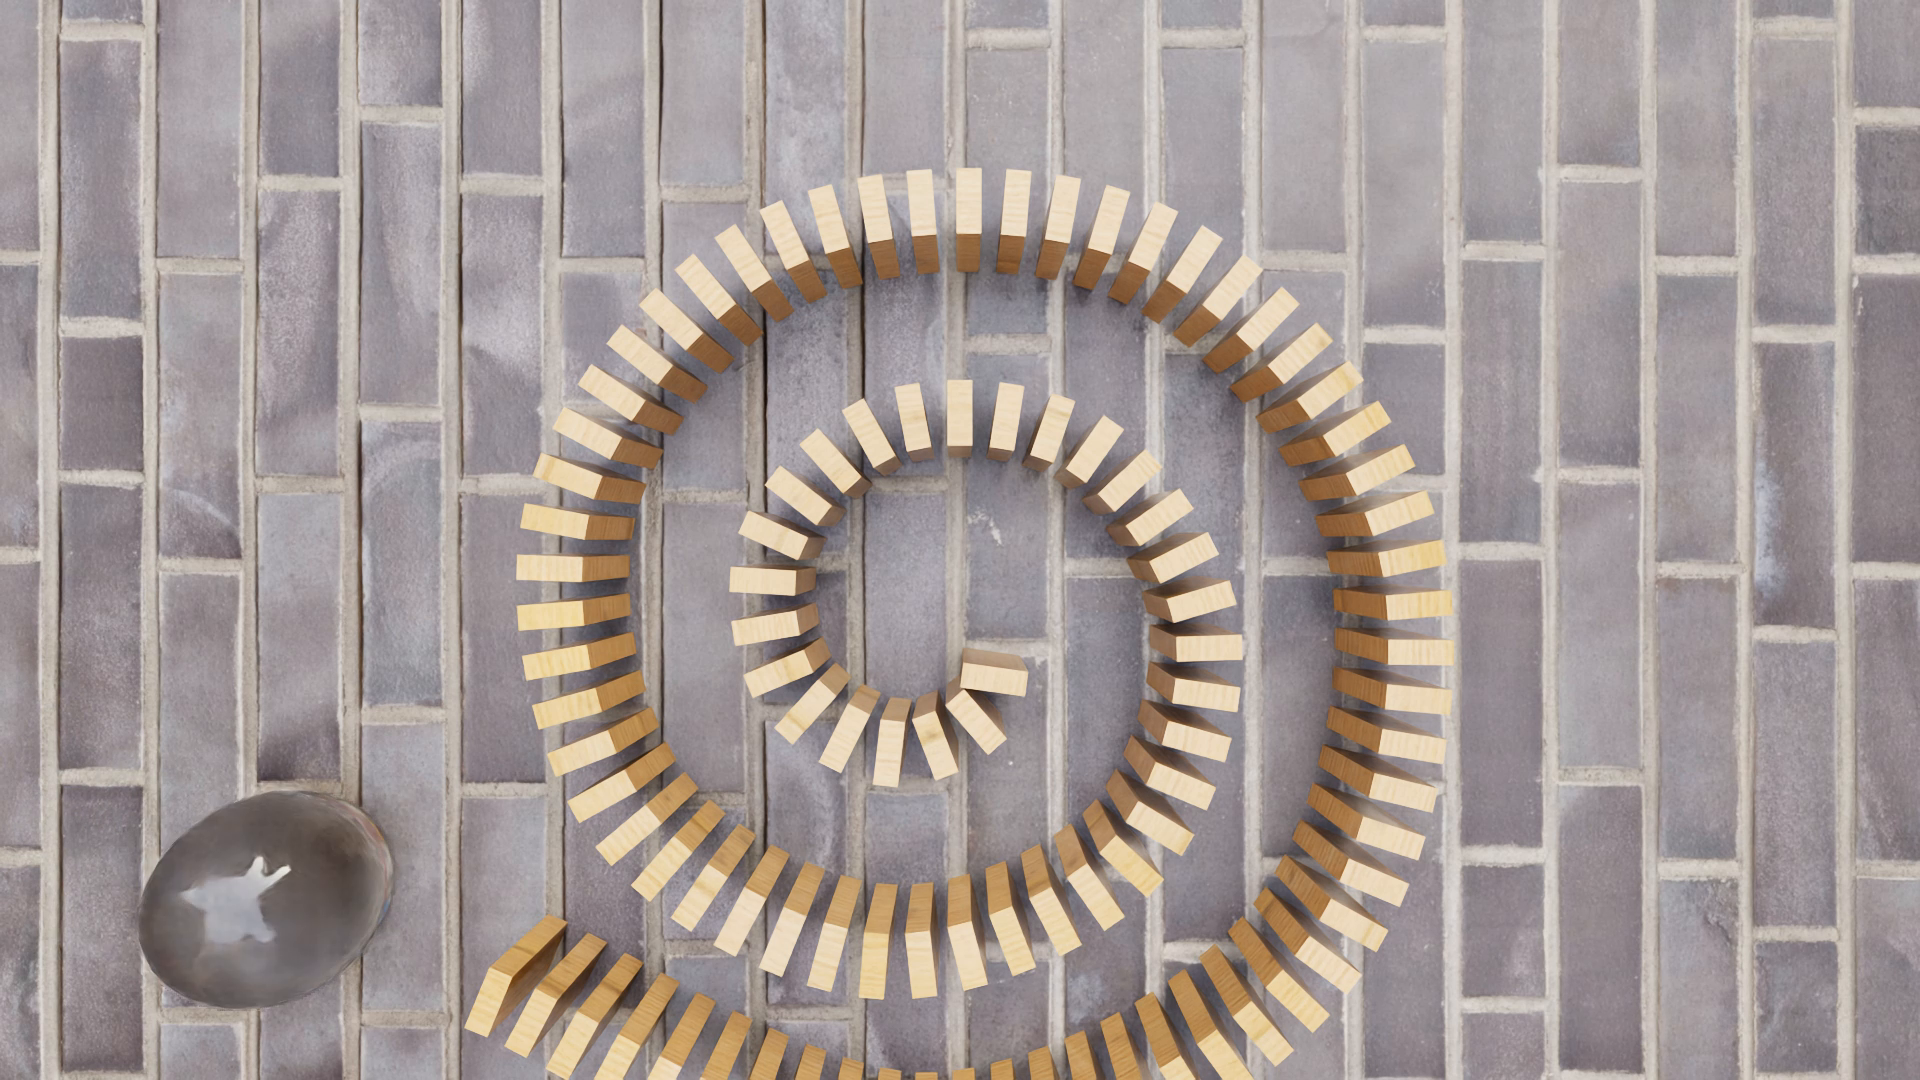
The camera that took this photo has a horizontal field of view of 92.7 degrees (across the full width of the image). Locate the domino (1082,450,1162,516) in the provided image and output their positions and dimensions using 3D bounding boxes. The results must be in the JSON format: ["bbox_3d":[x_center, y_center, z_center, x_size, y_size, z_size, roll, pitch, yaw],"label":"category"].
[{"bbox_3d":[0.065,-0.023,0.375,0.025,0.050,0.009,-43,90,0],"label":"domino"}]

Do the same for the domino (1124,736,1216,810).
[{"bbox_3d":[0.085,0.094,0.375,0.025,0.050,0.009,23,90,0],"label":"domino"}]

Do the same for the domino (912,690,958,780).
[{"bbox_3d":[-0.009,0.079,0.375,0.010,0.050,0.025,-21,90,0],"label":"domino"}]

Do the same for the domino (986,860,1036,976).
[{"bbox_3d":[0.020,0.153,0.375,0.009,0.050,0.025,-21,90,0],"label":"domino"}]

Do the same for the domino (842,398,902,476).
[{"bbox_3d":[-0.035,-0.041,0.375,0.010,0.050,0.025,-29,90,0],"label":"domino"}]

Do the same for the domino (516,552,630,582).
[{"bbox_3d":[-0.157,0.011,0.375,0.025,0.050,0.010,2,90,0],"label":"domino"}]

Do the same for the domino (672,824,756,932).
[{"bbox_3d":[-0.100,0.137,0.375,0.010,0.050,0.025,34,90,0],"label":"domino"}]

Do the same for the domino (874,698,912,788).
[{"bbox_3d":[-0.027,0.082,0.375,0.009,0.050,0.025,7,90,0],"label":"domino"}]

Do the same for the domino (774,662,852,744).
[{"bbox_3d":[-0.059,0.066,0.375,0.010,0.050,0.025,42,90,0],"label":"domino"}]

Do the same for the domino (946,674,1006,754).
[{"bbox_3d":[0.006,0.070,0.375,0.009,0.050,0.025,-41,90,0],"label":"domino"}]

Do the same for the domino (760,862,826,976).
[{"bbox_3d":[-0.068,0.154,0.375,0.009,0.050,0.025,22,90,0],"label":"domino"}]

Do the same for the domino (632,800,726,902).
[{"bbox_3d":[-0.114,0.126,0.375,0.009,0.050,0.025,41,90,0],"label":"domino"}]

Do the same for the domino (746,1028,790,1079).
[{"bbox_3d":[-0.084,0.226,0.375,0.010,0.050,0.025,24,90,0],"label":"domino"}]

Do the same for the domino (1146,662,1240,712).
[{"bbox_3d":[0.094,0.059,0.375,0.025,0.050,0.010,8,90,0],"label":"domino"}]

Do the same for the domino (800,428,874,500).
[{"bbox_3d":[-0.050,-0.030,0.375,0.010,0.050,0.025,-42,90,0],"label":"domino"}]

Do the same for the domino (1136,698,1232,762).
[{"bbox_3d":[0.090,0.077,0.375,0.025,0.050,0.010,16,90,0],"label":"domino"}]

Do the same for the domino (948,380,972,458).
[{"bbox_3d":[0.000,-0.049,0.375,0.009,0.050,0.025,0,90,0],"label":"domino"}]

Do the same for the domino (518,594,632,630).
[{"bbox_3d":[-0.156,0.029,0.375,0.025,0.050,0.009,-4,90,0],"label":"domino"}]

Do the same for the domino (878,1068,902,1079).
[{"bbox_3d":[-0.032,0.243,0.375,0.009,0.050,0.025,10,90,0],"label":"domino"}]

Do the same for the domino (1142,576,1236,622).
[{"bbox_3d":[0.092,0.024,0.375,0.025,0.050,0.009,-17,90,0],"label":"domino"}]

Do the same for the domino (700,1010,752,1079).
[{"bbox_3d":[-0.100,0.219,0.375,0.009,0.050,0.025,26,90,0],"label":"domino"}]

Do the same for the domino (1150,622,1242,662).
[{"bbox_3d":[0.095,0.041,0.375,0.025,0.050,0.009,-2,90,0],"label":"domino"}]

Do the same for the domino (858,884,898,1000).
[{"bbox_3d":[-0.033,0.163,0.375,0.010,0.050,0.025,5,90,0],"label":"domino"}]

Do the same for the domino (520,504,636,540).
[{"bbox_3d":[-0.155,-0.007,0.375,0.025,0.050,0.010,10,90,0],"label":"domino"}]

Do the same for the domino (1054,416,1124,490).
[{"bbox_3d":[0.052,-0.035,0.375,0.010,0.050,0.025,35,90,0],"label":"domino"}]

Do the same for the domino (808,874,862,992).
[{"bbox_3d":[-0.051,0.159,0.375,0.009,0.050,0.025,15,90,0],"label":"domino"}]

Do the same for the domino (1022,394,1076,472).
[{"bbox_3d":[0.035,-0.043,0.375,0.009,0.050,0.025,19,90,0],"label":"domino"}]

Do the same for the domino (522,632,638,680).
[{"bbox_3d":[-0.154,0.047,0.375,0.025,0.050,0.009,-10,90,0],"label":"domino"}]

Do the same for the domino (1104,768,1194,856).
[{"bbox_3d":[0.076,0.110,0.375,0.025,0.050,0.009,31,90,0],"label":"domino"}]

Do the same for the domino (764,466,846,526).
[{"bbox_3d":[-0.062,-0.017,0.375,0.025,0.050,0.010,38,90,0],"label":"domino"}]

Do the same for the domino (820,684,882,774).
[{"bbox_3d":[-0.044,0.076,0.375,0.009,0.050,0.025,27,90,0],"label":"domino"}]

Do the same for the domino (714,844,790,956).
[{"bbox_3d":[-0.084,0.146,0.375,0.010,0.050,0.025,28,90,0],"label":"domino"}]

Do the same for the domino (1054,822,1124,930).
[{"bbox_3d":[0.052,0.136,0.375,0.009,0.050,0.025,-35,90,0],"label":"domino"}]

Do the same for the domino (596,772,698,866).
[{"bbox_3d":[-0.127,0.113,0.375,0.025,0.050,0.009,-40,90,0],"label":"domino"}]

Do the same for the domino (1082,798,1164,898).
[{"bbox_3d":[0.066,0.125,0.375,0.025,0.050,0.009,43,90,0],"label":"domino"}]

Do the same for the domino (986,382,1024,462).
[{"bbox_3d":[0.018,-0.047,0.375,0.009,0.050,0.025,9,90,0],"label":"domino"}]

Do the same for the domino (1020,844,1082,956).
[{"bbox_3d":[0.036,0.146,0.375,0.009,0.050,0.025,-28,90,0],"label":"domino"}]

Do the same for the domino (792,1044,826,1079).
[{"bbox_3d":[-0.067,0.233,0.375,0.010,0.050,0.025,21,90,0],"label":"domino"}]

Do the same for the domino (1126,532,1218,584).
[{"bbox_3d":[0.086,0.007,0.375,0.025,0.050,0.009,-27,90,0],"label":"domino"}]

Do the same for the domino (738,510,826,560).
[{"bbox_3d":[-0.071,-0.002,0.375,0.025,0.050,0.009,24,90,0],"label":"domino"}]

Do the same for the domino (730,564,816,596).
[{"bbox_3d":[-0.075,0.016,0.375,0.025,0.050,0.009,3,90,0],"label":"domino"}]

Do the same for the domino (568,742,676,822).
[{"bbox_3d":[-0.137,0.098,0.375,0.025,0.050,0.010,-29,90,0],"label":"domino"}]

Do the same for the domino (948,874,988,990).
[{"bbox_3d":[0.003,0.159,0.375,0.010,0.050,0.025,-15,90,0],"label":"domino"}]

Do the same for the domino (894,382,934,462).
[{"bbox_3d":[-0.018,-0.047,0.375,0.009,0.050,0.025,-11,90,0],"label":"domino"}]

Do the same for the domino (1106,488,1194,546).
[{"bbox_3d":[0.076,-0.009,0.375,0.025,0.050,0.009,-35,90,0],"label":"domino"}]

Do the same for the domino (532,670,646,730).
[{"bbox_3d":[-0.150,0.064,0.375,0.025,0.050,0.009,-15,90,0],"label":"domino"}]

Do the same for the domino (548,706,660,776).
[{"bbox_3d":[-0.144,0.082,0.375,0.025,0.050,0.009,-21,90,0],"label":"domino"}]

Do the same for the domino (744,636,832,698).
[{"bbox_3d":[-0.069,0.051,0.375,0.025,0.050,0.010,-23,90,0],"label":"domino"}]

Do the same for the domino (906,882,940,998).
[{"bbox_3d":[-0.015,0.162,0.375,0.009,0.050,0.025,-7,90,0],"label":"domino"}]

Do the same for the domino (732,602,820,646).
[{"bbox_3d":[-0.074,0.034,0.375,0.025,0.050,0.009,-9,90,0],"label":"domino"}]

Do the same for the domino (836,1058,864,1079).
[{"bbox_3d":[-0.050,0.239,0.375,0.009,0.050,0.025,17,90,0],"label":"domino"}]
